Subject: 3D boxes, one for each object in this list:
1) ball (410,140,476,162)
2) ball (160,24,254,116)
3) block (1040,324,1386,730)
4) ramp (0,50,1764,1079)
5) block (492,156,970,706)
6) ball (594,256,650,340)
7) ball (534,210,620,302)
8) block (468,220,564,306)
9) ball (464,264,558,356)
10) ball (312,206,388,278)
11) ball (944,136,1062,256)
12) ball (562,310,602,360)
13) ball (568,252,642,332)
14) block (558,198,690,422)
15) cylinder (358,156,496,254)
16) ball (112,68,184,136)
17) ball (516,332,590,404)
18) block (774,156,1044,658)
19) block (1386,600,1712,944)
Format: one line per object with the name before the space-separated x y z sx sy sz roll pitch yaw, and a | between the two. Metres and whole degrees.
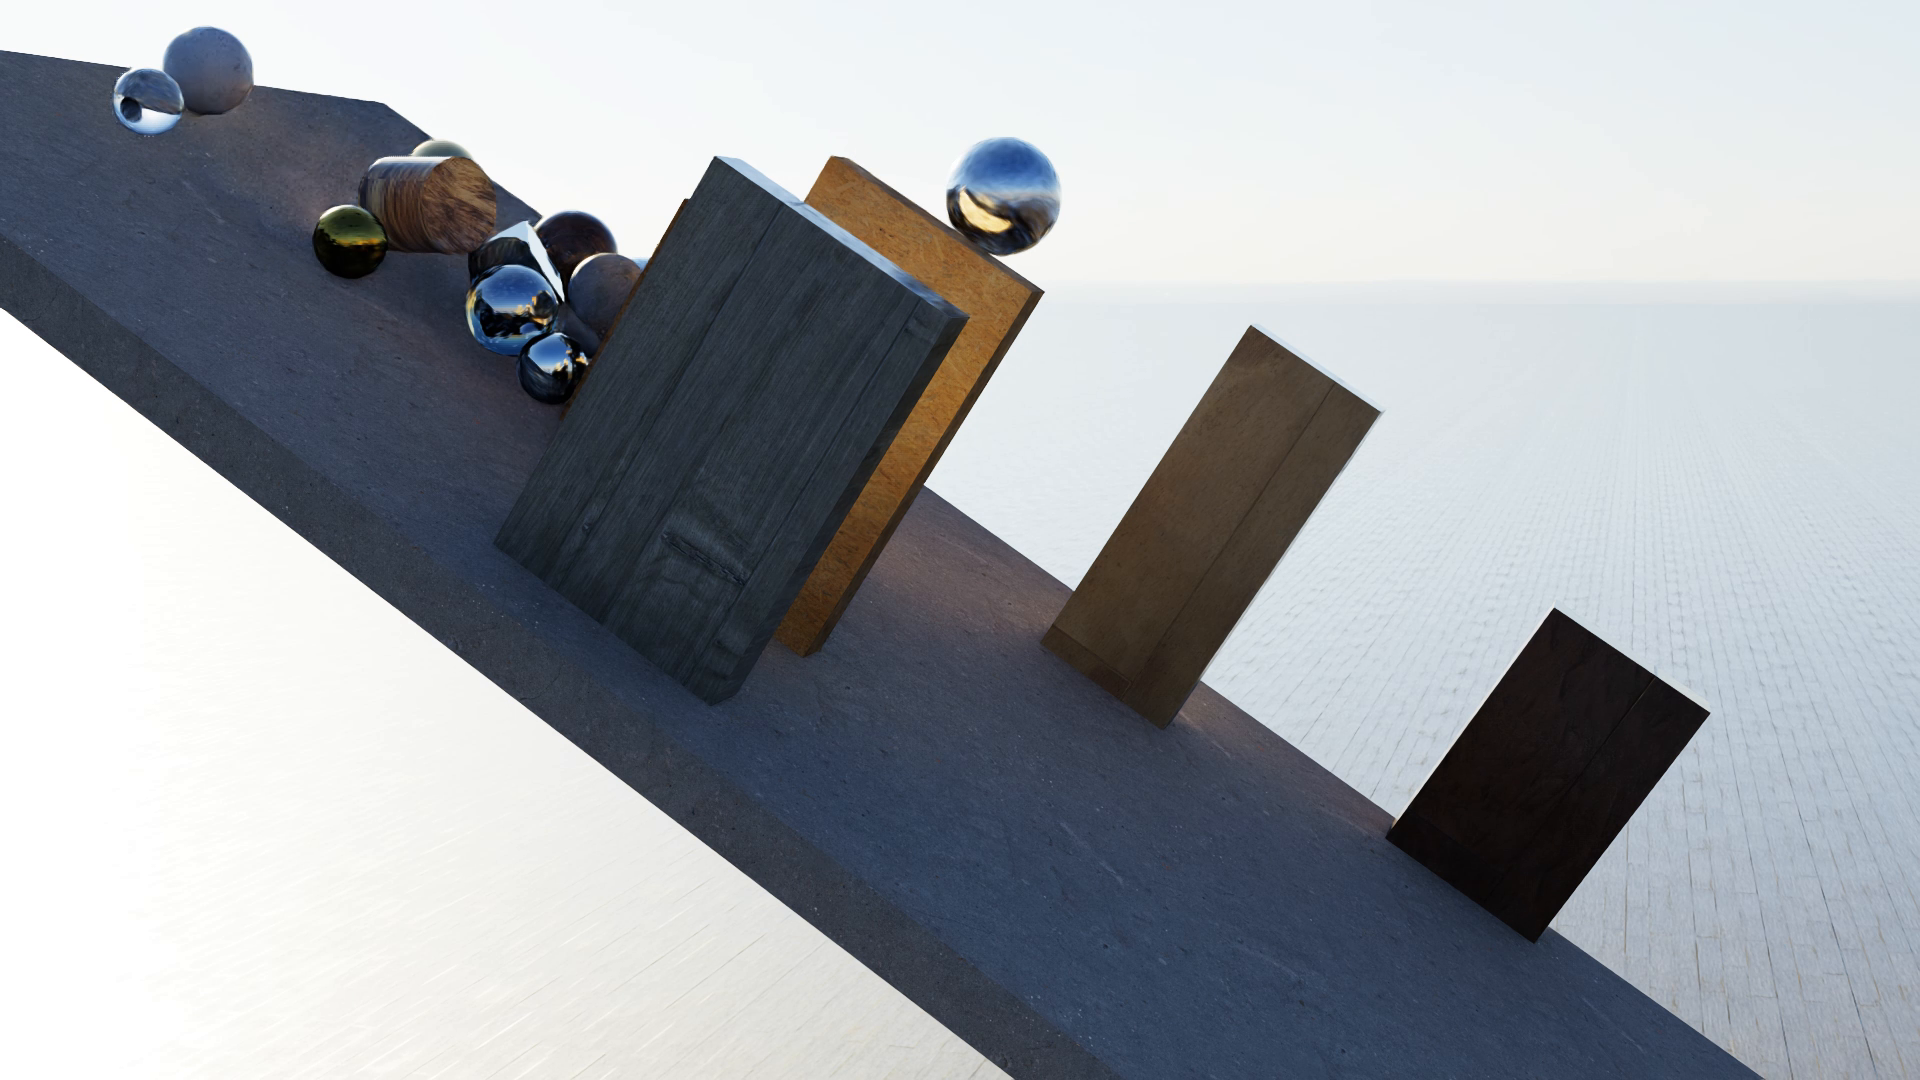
ball | -1.126 -0.791 4.781 0.159 0.159 0.159 0 7 0
ball | -1.520 -0.949 4.445 0.180 0.180 0.180 0 7 0
block | 0.505 -0.024 4.441 0.308 0.781 0.095 35 15 10
ramp | -0.131 0.220 4.101 4.000 0.100 2.000 35 15 10
block | -0.353 -0.161 3.311 0.431 0.698 0.098 35 15 10
ball | -0.635 -0.461 4.368 0.203 0.203 0.203 0 7 0
ball | -0.832 -0.609 4.721 0.200 0.200 0.200 0 7 0
block | -0.864 -0.513 4.274 0.130 0.130 0.130 -26 37 4
ball | -0.845 -0.433 4.145 0.173 0.173 0.173 0 7 0
ball | -1.128 -0.551 4.069 0.135 0.135 0.135 0 7 0
ball | 0.073 -0.587 3.758 0.204 0.204 0.204 0 7 0
ball | -0.752 -0.422 4.466 0.111 0.111 0.111 0 7 0
ball | -0.660 -0.465 4.130 0.150 0.150 0.150 0 7 0
block | -0.446 -0.317 4.034 0.386 0.480 0.126 35 15 10
cylinder | -1.035 -0.651 4.271 0.186 0.186 0.186 8 10 35
ball | -1.529 -0.826 4.142 0.127 0.127 0.127 0 7 0
ball | -0.757 -0.319 4.087 0.134 0.134 0.134 0 7 0
block | -0.226 -0.219 3.685 0.407 0.731 0.083 35 15 10
block | 1.231 0.486 4.625 0.374 0.611 0.117 35 15 10
